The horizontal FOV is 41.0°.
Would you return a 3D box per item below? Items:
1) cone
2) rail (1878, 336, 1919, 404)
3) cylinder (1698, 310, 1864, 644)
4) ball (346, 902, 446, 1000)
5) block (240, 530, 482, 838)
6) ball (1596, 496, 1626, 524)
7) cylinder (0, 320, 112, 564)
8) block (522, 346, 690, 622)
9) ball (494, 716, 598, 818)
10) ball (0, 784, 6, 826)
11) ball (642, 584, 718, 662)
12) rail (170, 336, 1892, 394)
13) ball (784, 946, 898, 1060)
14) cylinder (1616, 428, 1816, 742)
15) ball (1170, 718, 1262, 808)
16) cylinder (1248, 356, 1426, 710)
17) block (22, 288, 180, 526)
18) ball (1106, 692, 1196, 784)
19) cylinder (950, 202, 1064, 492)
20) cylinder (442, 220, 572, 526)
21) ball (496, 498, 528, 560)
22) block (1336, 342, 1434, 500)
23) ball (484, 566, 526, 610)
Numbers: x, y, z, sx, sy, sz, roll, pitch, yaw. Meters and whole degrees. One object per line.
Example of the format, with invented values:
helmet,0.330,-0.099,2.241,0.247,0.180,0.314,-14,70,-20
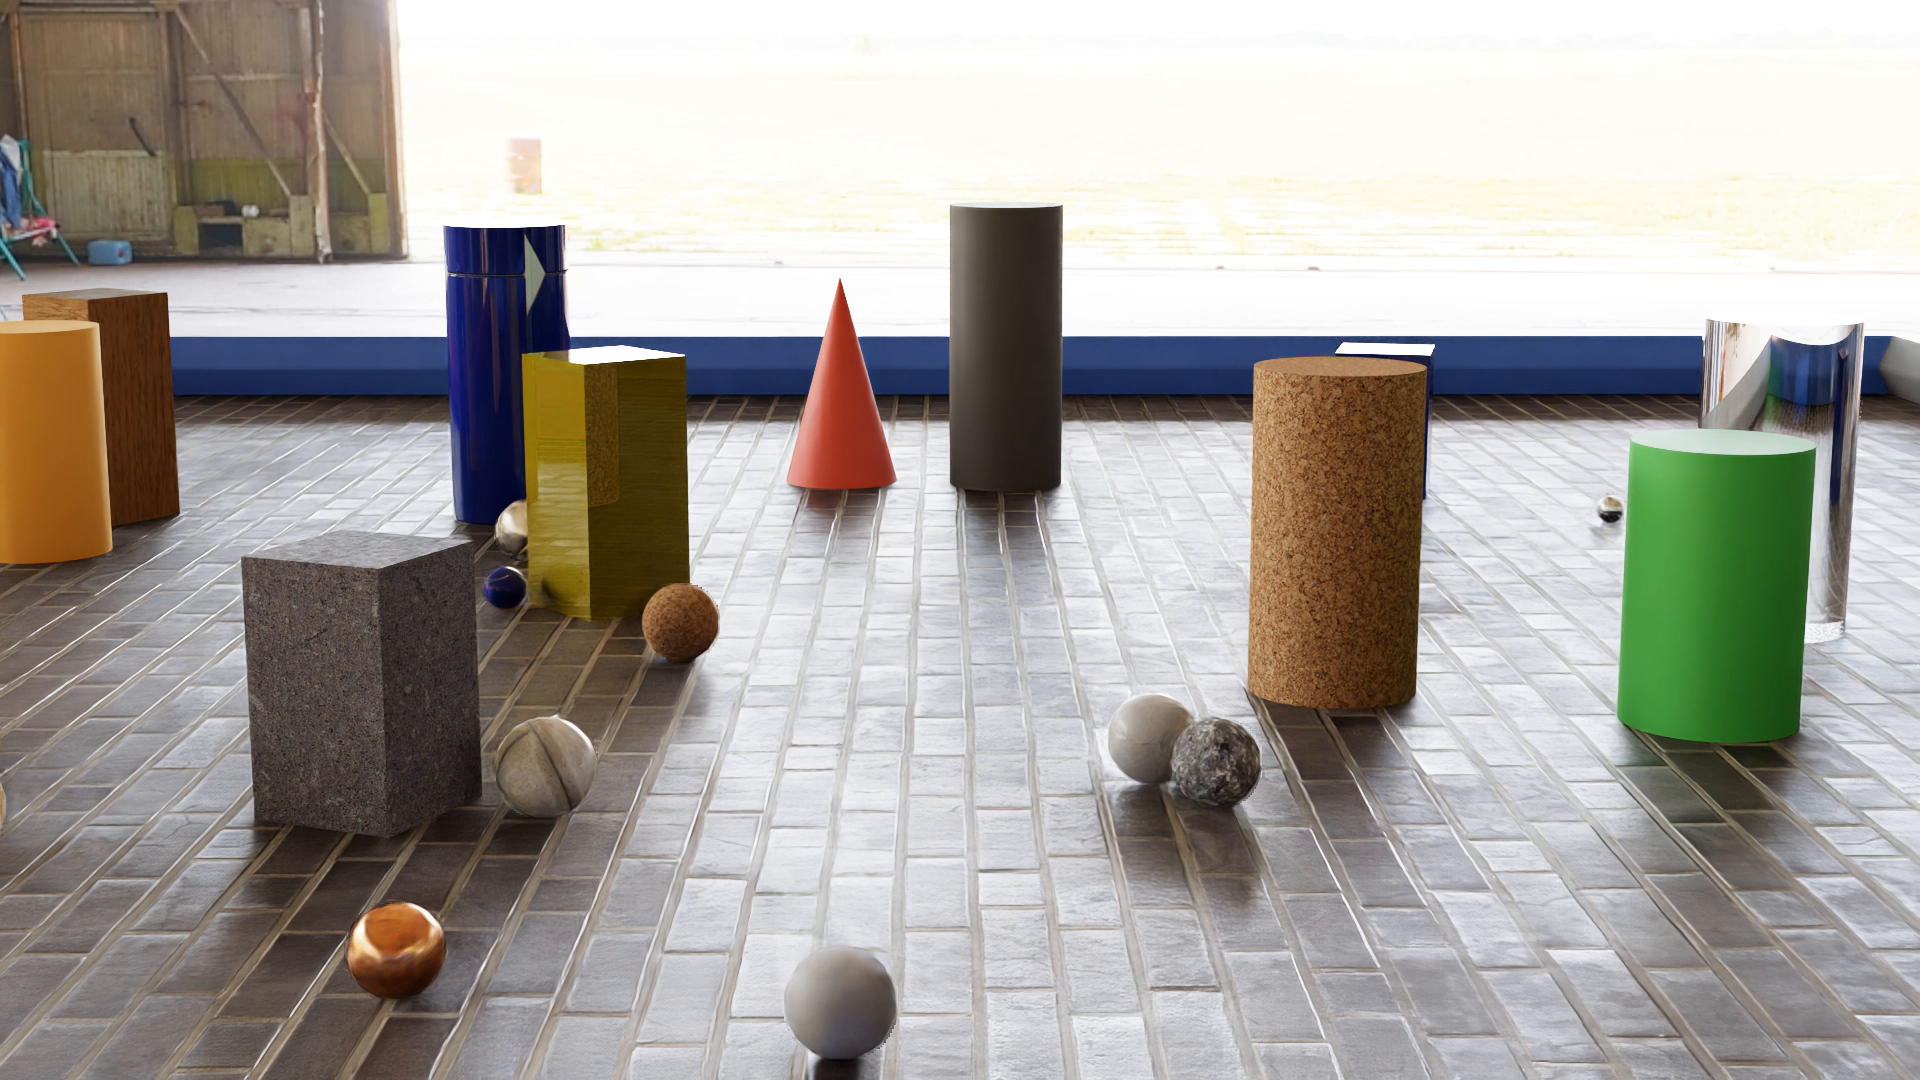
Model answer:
cone,-0.210,-0.286,4.531,0.198,0.364,0.198,0,10,0
rail,2.081,0.031,3.461,0.045,0.129,4.671,0,10,0
cylinder,1.059,-0.086,3.333,0.198,0.406,0.198,0,10,0
ball,-0.445,0.324,2.025,0.077,0.077,0.077,0,10,0
block,-0.587,0.137,2.528,0.158,0.262,0.158,4,11,23
ball,1.048,-0.049,4.129,0.045,0.045,0.045,0,10,0
cylinder,-1.390,-0.151,3.864,0.198,0.342,0.198,0,10,0
block,-0.479,-0.080,3.477,0.158,0.343,0.158,-9,14,-39
ball,-0.405,0.223,2.512,0.099,0.099,0.099,0,10,0
ball,-0.938,0.249,2.395,0.089,0.089,0.089,0,10,0
ball,-0.346,0.102,3.173,0.095,0.095,0.095,0,10,0
rail,-0.013,-0.388,5.722,4.209,0.129,0.045,0,10,0
ball,-0.088,0.343,1.903,0.084,0.084,0.084,0,10,0
cylinder,0.842,0.047,2.862,0.198,0.317,0.198,0,10,0
ball,0.254,0.221,2.548,0.089,0.089,0.089,0,10,0
cylinder,0.440,-0.013,3.003,0.198,0.383,0.198,0,10,0
block,-1.392,-0.218,4.164,0.158,0.364,0.158,7,12,32
ball,0.198,0.203,2.631,0.094,0.094,0.094,0,10,0
cylinder,0.080,-0.342,4.493,0.198,0.488,0.198,0,10,0
cylinder,-0.730,-0.275,4.164,0.198,0.476,0.198,0,10,0
ball,-0.643,-0.015,3.817,0.092,0.092,0.092,0,10,0
block,0.731,-0.207,4.427,0.158,0.247,0.158,2,11,13
ball,-0.616,0.065,3.477,0.057,0.057,0.057,0,10,0
